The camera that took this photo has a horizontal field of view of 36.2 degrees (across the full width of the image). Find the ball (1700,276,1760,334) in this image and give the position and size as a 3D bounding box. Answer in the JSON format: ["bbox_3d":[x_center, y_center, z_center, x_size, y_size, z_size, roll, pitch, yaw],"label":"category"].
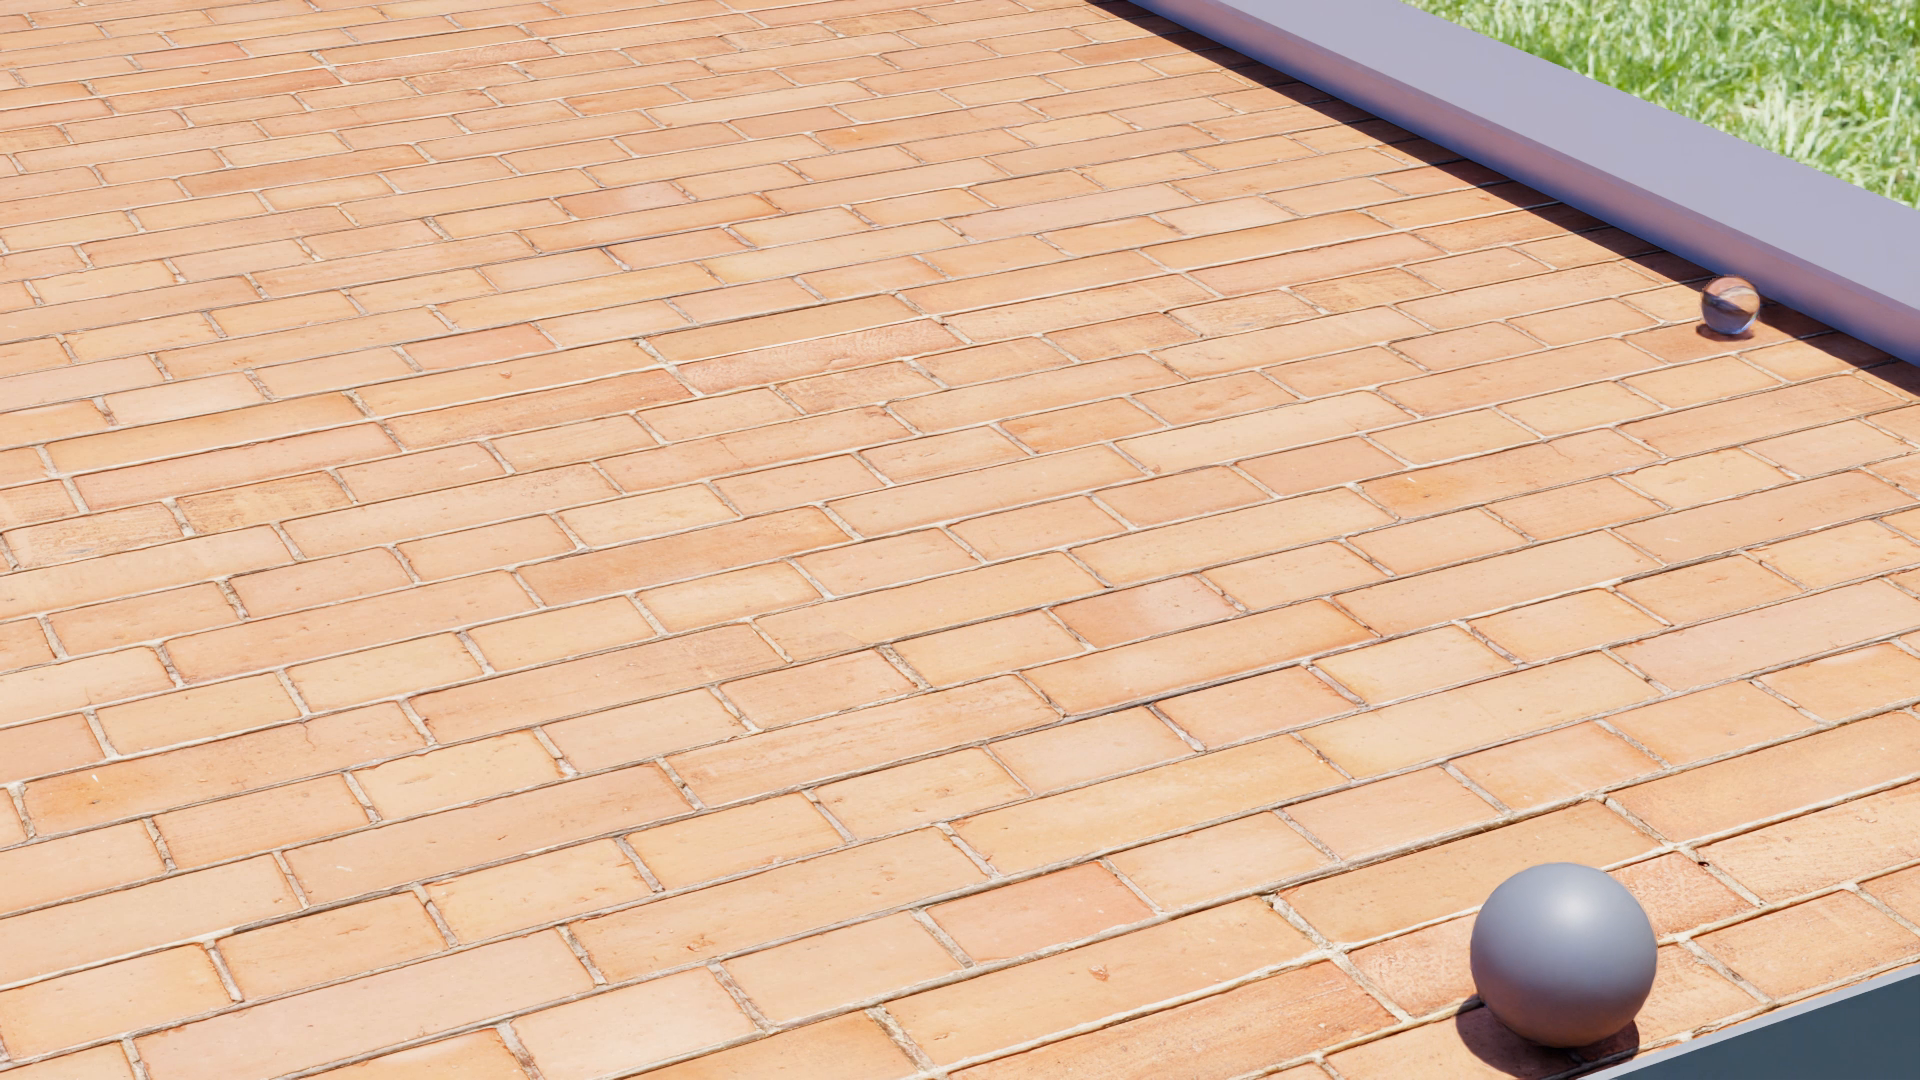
[{"bbox_3d":[0.663,-0.202,2.530,0.050,0.050,0.050,0,25,0],"label":"ball"}]

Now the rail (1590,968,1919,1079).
[{"bbox_3d":[0.366,0.275,1.427,1.808,0.128,0.045,-12,28,-24],"label":"rail"}]

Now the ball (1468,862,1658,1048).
[{"bbox_3d":[0.323,0.222,1.576,0.099,0.099,0.099,0,25,0],"label":"ball"}]

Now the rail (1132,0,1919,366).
[{"bbox_3d":[0.406,-0.516,3.099,0.045,0.128,3.303,-12,28,-24],"label":"rail"}]
